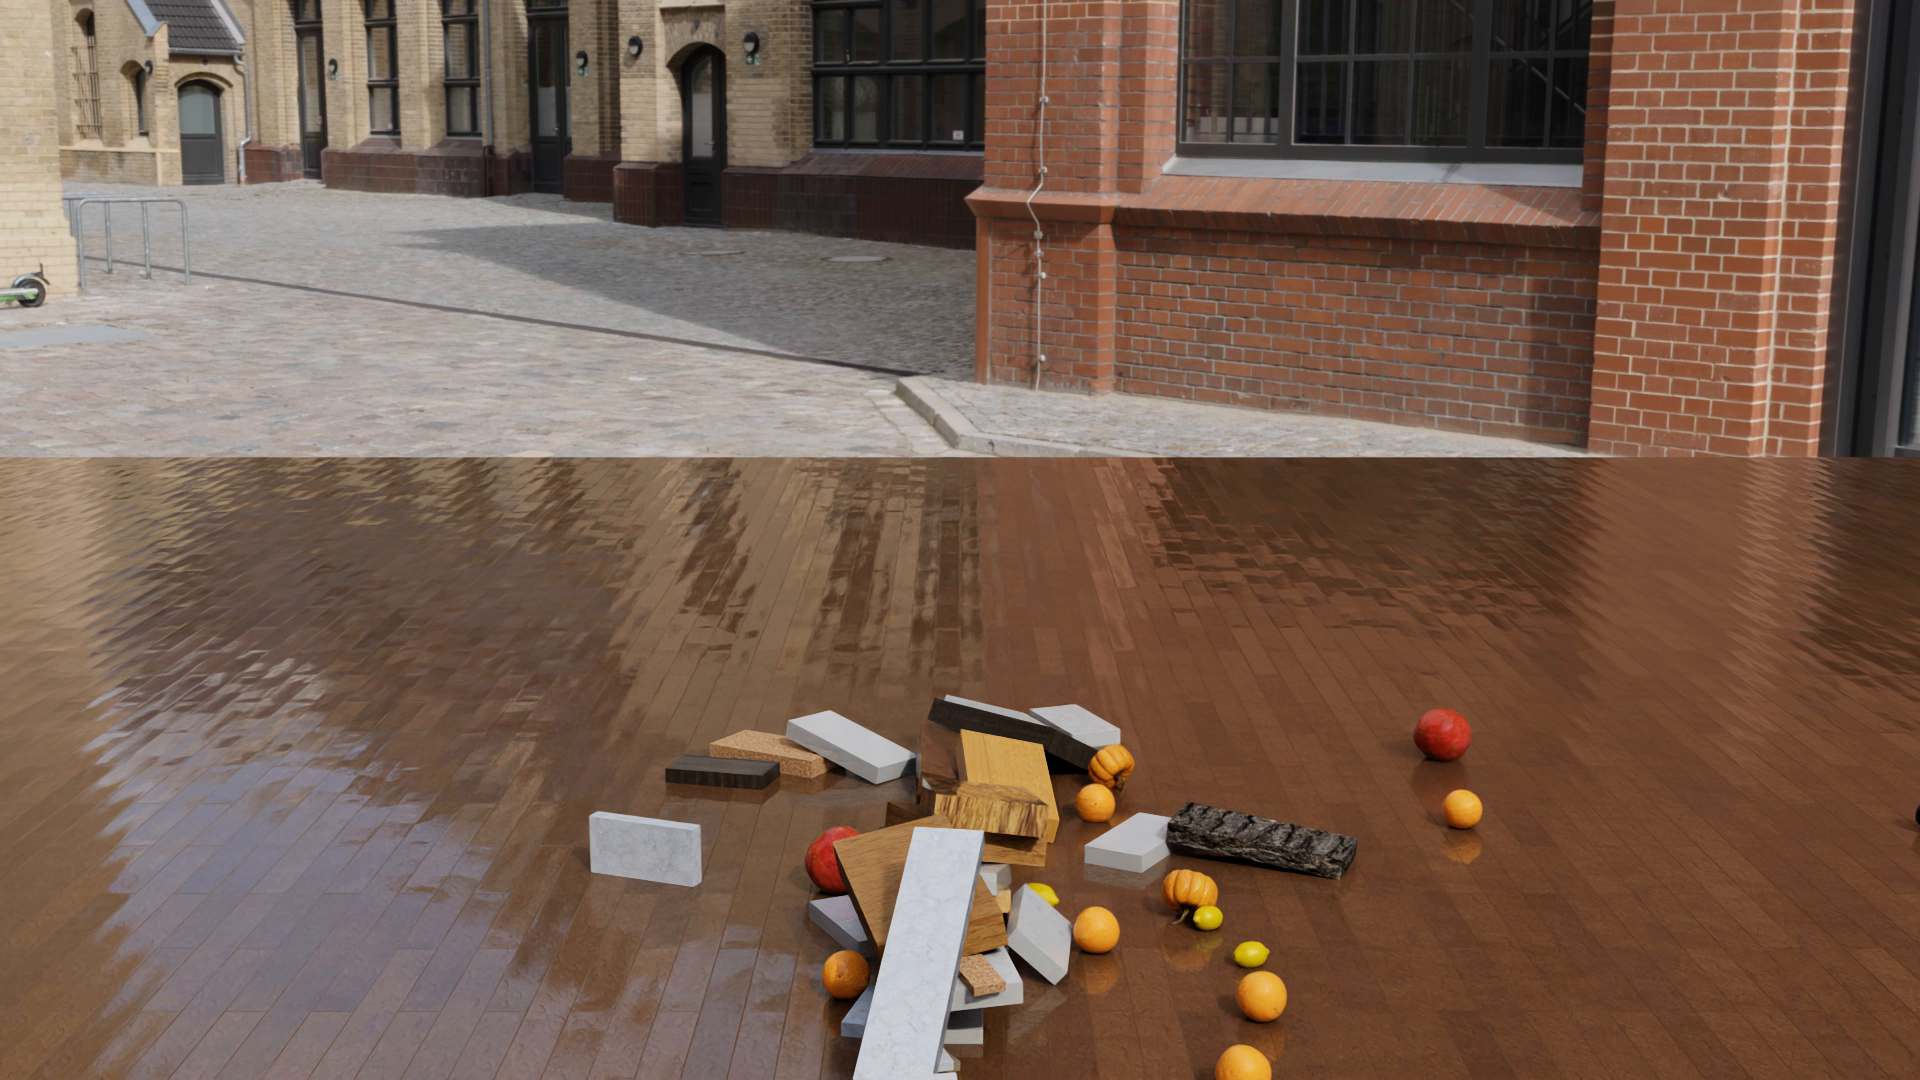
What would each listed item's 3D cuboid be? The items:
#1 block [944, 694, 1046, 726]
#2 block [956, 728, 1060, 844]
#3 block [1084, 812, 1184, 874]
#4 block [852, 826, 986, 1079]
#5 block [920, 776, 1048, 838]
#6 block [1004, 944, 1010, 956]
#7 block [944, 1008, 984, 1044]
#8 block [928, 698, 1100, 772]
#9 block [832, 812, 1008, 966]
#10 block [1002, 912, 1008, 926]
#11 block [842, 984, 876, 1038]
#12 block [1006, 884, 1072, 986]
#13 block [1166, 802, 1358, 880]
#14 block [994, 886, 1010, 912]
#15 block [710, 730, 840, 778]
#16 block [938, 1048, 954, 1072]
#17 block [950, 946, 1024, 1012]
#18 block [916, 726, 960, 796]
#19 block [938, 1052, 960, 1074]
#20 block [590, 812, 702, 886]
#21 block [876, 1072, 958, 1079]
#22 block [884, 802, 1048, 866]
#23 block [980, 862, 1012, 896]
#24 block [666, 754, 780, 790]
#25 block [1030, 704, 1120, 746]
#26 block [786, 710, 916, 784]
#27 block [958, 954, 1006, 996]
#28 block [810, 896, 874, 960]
[{"bbox_3d":[0.079,0.375,4.600,0.220,0.031,0.110,10,-16,42],"label":"block"},{"bbox_3d":[0.084,0.451,4.063,0.162,0.046,0.323,11,18,-7],"label":"block"},{"bbox_3d":[0.319,0.534,3.888,0.110,0.031,0.220,6,12,30],"label":"block"},{"bbox_3d":[-0.056,0.586,2.953,0.101,0.029,0.523,2,39,10],"label":"block"},{"bbox_3d":[0.035,0.440,3.642,0.179,0.051,0.358,6,-2,-4],"label":"block"},{"bbox_3d":[0.014,0.619,3.226,0.112,0.032,0.224,0,0,3],"label":"block"},{"bbox_3d":[-0.003,0.679,3.134,0.072,0.021,0.145,0,11,1],"label":"block"},{"bbox_3d":[0.106,0.392,4.416,0.323,0.046,0.162,10,-14,44],"label":"block"},{"bbox_3d":[-0.064,0.514,3.220,0.179,0.051,0.376,-14,17,-9],"label":"block"},{"bbox_3d":[0.010,0.593,3.406,0.112,0.032,0.224,0,-5,5],"label":"block"},{"bbox_3d":[-0.115,0.676,3.150,0.072,0.021,0.145,3,11,13],"label":"block"},{"bbox_3d":[0.122,0.601,3.366,0.101,0.029,0.202,41,11,-3],"label":"block"},{"bbox_3d":[0.527,0.524,3.842,0.310,0.035,0.124,10,14,20],"label":"block"},{"bbox_3d":[0.016,0.568,3.527,0.120,0.034,0.239,0,-4,-1],"label":"block"},{"bbox_3d":[-0.368,0.430,4.434,0.247,0.035,0.124,6,12,30],"label":"block"},{"bbox_3d":[-0.059,0.703,2.955,0.092,0.013,0.046,-3,11,-17],"label":"block"},{"bbox_3d":[0.008,0.593,3.094,0.112,0.032,0.224,-4,16,-11],"label":"block"},{"bbox_3d":[-0.001,0.440,4.254,0.162,0.046,0.323,13,10,-3],"label":"block"},{"bbox_3d":[-0.051,0.712,2.975,0.092,0.013,0.046,-6,12,-29],"label":"block"},{"bbox_3d":[-0.536,0.525,3.742,0.201,0.100,0.028,4,11,22],"label":"block"},{"bbox_3d":[-0.039,0.731,2.685,0.101,0.029,0.202,-2,26,-10],"label":"block"},{"bbox_3d":[0.005,0.489,3.675,0.179,0.051,0.358,7,-2,-15],"label":"block"},{"bbox_3d":[0.010,0.529,3.449,0.120,0.034,0.239,0,-4,7],"label":"block"},{"bbox_3d":[-0.465,0.455,4.316,0.201,0.028,0.100,3,11,15],"label":"block"},{"bbox_3d":[0.241,0.393,4.645,0.110,0.031,0.220,-4,11,-22],"label":"block"},{"bbox_3d":[-0.215,0.411,4.382,0.247,0.035,0.124,23,20,35],"label":"block"},{"bbox_3d":[0.024,0.594,3.003,0.046,0.013,0.092,-6,16,-20],"label":"block"},{"bbox_3d":[-0.155,0.610,3.485,0.100,0.028,0.201,-5,12,-25],"label":"block"}]
